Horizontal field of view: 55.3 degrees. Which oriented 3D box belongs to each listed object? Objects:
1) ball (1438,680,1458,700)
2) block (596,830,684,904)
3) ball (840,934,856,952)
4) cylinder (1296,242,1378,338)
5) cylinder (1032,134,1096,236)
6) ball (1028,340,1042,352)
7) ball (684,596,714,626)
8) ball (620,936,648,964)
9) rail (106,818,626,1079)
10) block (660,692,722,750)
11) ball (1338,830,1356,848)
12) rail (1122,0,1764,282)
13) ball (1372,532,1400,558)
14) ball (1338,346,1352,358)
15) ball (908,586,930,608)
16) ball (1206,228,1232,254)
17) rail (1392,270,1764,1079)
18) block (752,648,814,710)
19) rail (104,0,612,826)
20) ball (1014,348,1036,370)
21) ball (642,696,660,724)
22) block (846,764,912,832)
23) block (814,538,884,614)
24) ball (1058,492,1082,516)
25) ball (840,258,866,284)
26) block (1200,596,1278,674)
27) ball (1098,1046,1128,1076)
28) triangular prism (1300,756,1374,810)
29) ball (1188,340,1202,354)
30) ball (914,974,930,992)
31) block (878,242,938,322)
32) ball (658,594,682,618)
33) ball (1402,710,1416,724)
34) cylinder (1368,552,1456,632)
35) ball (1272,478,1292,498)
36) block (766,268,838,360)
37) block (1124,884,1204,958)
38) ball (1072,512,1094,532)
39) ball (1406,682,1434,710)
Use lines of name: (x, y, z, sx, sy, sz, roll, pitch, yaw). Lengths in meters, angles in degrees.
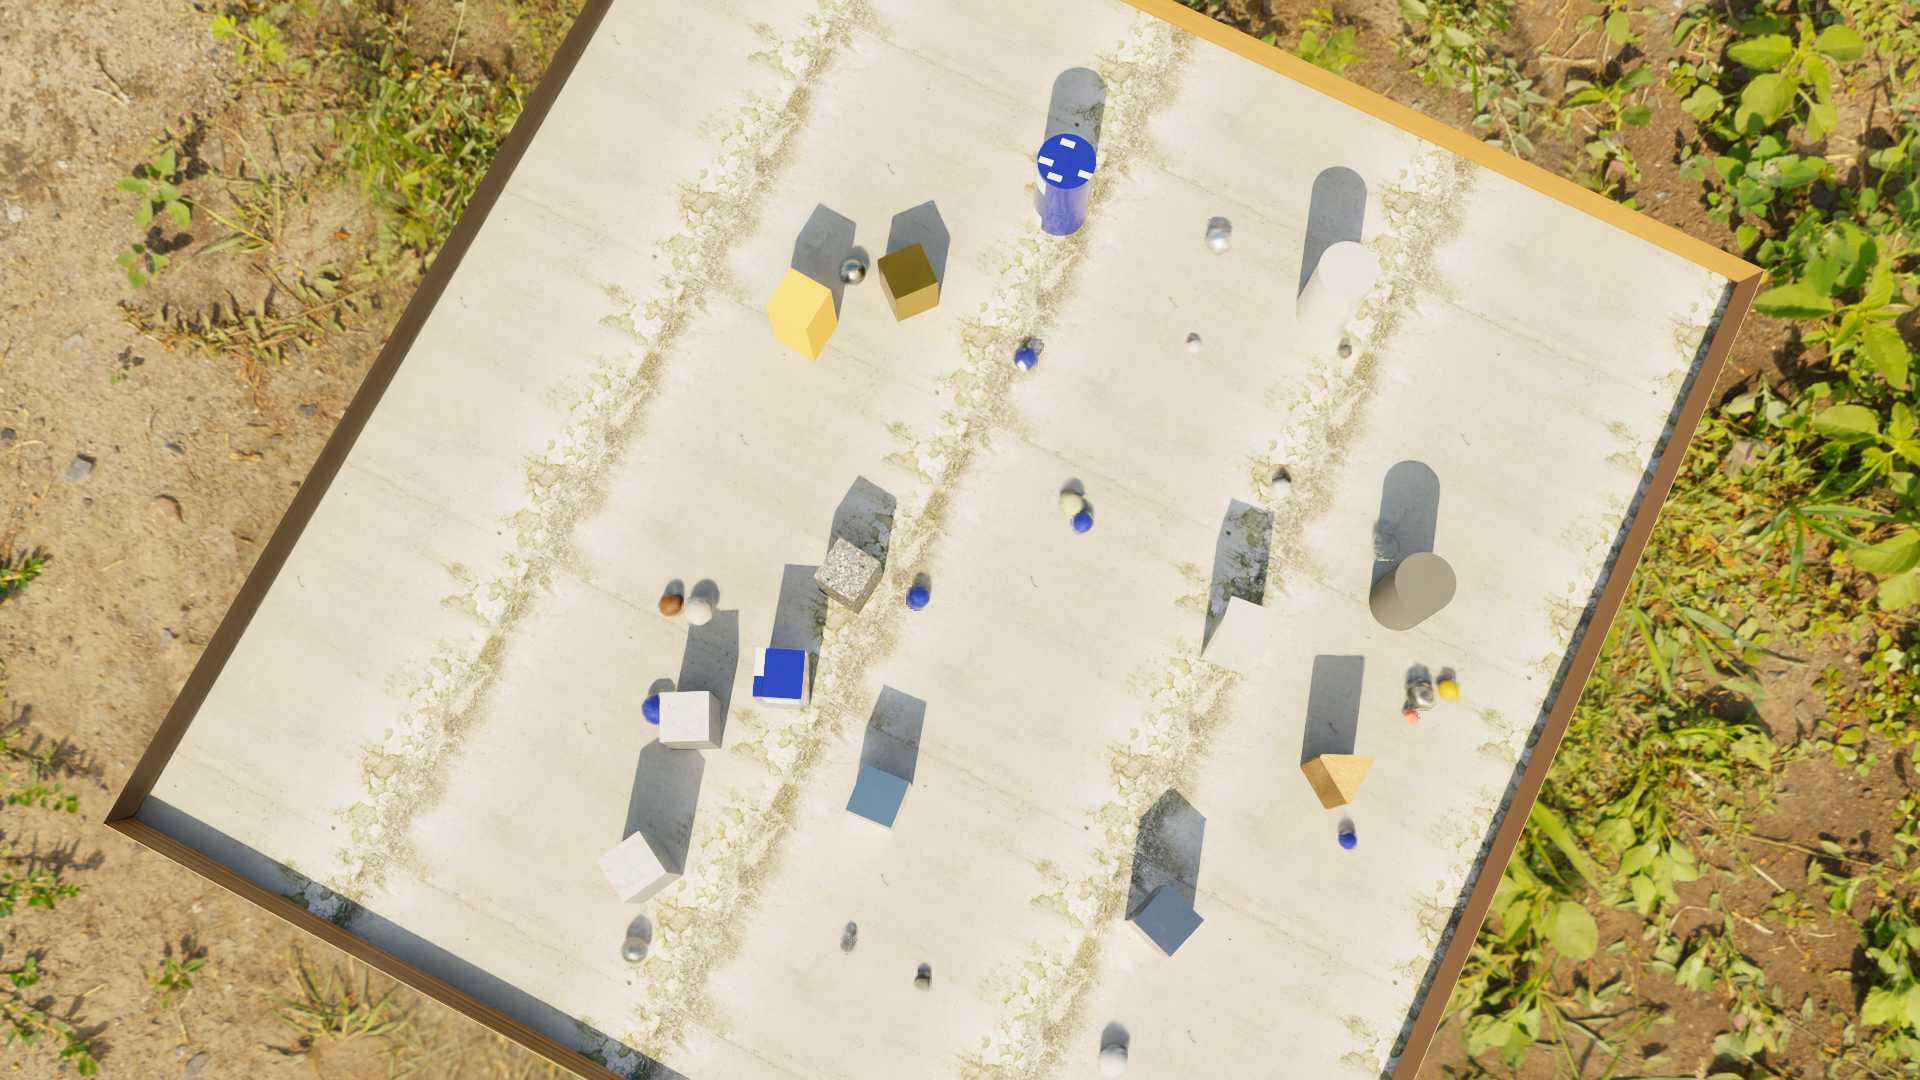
ball: (1.463, 0.449, 5.492, 0.061, 0.061, 0.061, 0, 78, 0)
block: (-0.915, 0.941, 5.258, 0.141, 0.321, 0.141, -35, 80, -7)
ball: (-0.327, 1.177, 5.347, 0.050, 0.050, 0.050, 0, 78, 0)
cylinder: (1.143, -0.757, 5.579, 0.176, 0.379, 0.176, 0, 78, 0)
cylinder: (0.318, -1.089, 5.645, 0.176, 0.384, 0.176, 0, 78, 0)
ball: (0.233, -0.605, 5.720, 0.041, 0.041, 0.041, 0, 78, 0)
ball: (-0.786, 0.214, 5.527, 0.087, 0.087, 0.087, 0, 78, 0)
ball: (-0.948, 1.192, 5.330, 0.079, 0.079, 0.079, 0, 78, 0)
rail: (-0.828, 1.627, 5.221, 3.701, 0.115, 0.045, 26, 80, 5)
block: (-0.788, 0.531, 5.369, 0.141, 0.269, 0.141, -2, 78, 0)
ball: (1.142, 0.884, 5.406, 0.055, 0.055, 0.055, 0, 78, 0)
rail: (0.828, -1.615, 5.890, 3.701, 0.115, 0.045, 26, 80, 5)
ball: (1.296, 0.018, 5.572, 0.079, 0.079, 0.079, 0, 78, 0)
ball: (1.202, -0.588, 5.717, 0.040, 0.040, 0.040, 0, 78, 0)
ball: (-0.124, 0.173, 5.546, 0.067, 0.067, 0.067, 0, 78, 0)
ball: (0.816, -0.940, 5.769, 0.082, 0.082, 0.082, 0, 78, 0)
rail: (1.634, 0.806, 5.390, 0.045, 0.115, 3.749, 26, 80, 5)
block: (-0.519, 0.411, 5.386, 0.141, 0.285, 0.141, 4, 78, 1)
rail: (-1.634, -0.794, 5.721, 0.045, 0.115, 3.749, 26, 80, 5)
ball: (0.203, -0.562, 5.697, 0.070, 0.070, 0.070, 0, 78, 0)
ball: (-0.906, 0.507, 5.466, 0.088, 0.088, 0.088, 0, 78, 0)
block: (-0.234, 0.753, 5.335, 0.141, 0.245, 0.141, 22, 79, 4)
block: (-0.331, 0.110, 5.474, 0.141, 0.234, 0.141, 32, 80, 6)
ball: (0.339, -0.112, 5.601, 0.073, 0.073, 0.073, 0, 78, 0)
ball: (-0.334, -0.842, 5.748, 0.083, 0.083, 0.083, 0, 78, 0)
block: (0.817, 0.283, 5.380, 0.141, 0.348, 0.141, 20, 79, 4)
ball: (0.440, 1.496, 5.263, 0.087, 0.087, 0.087, 0, 78, 0)
triangular prism: (1.074, 0.674, 5.317, 0.132, 0.313, 0.153, 31, 80, 6)
ball: (0.732, -0.605, 5.719, 0.042, 0.042, 0.042, 0, 78, 0)
ball: (-0.110, 1.287, 5.325, 0.049, 0.049, 0.049, 0, 78, 0)
block: (-0.160, -0.796, 5.671, 0.141, 0.215, 0.141, -23, 79, -5)
ball: (-0.875, 0.197, 5.539, 0.072, 0.072, 0.072, 0, 78, 0)
ball: (1.347, 0.528, 5.486, 0.041, 0.041, 0.041, 0, 78, 0)
cylinder: (1.332, 0.156, 5.410, 0.176, 0.341, 0.176, 0, 78, 0)
ball: (0.986, -0.158, 5.618, 0.060, 0.060, 0.060, 0, 78, 0)
block: (-0.480, -0.685, 5.594, 0.141, 0.320, 0.141, 30, 80, 6)
block: (0.582, 1.090, 5.247, 0.141, 0.281, 0.141, 43, 82, 8)
ball: (0.376, -0.054, 5.595, 0.064, 0.064, 0.064, 0, 78, 0)
ball: (1.376, 0.464, 5.477, 0.084, 0.084, 0.084, 0, 78, 0)
